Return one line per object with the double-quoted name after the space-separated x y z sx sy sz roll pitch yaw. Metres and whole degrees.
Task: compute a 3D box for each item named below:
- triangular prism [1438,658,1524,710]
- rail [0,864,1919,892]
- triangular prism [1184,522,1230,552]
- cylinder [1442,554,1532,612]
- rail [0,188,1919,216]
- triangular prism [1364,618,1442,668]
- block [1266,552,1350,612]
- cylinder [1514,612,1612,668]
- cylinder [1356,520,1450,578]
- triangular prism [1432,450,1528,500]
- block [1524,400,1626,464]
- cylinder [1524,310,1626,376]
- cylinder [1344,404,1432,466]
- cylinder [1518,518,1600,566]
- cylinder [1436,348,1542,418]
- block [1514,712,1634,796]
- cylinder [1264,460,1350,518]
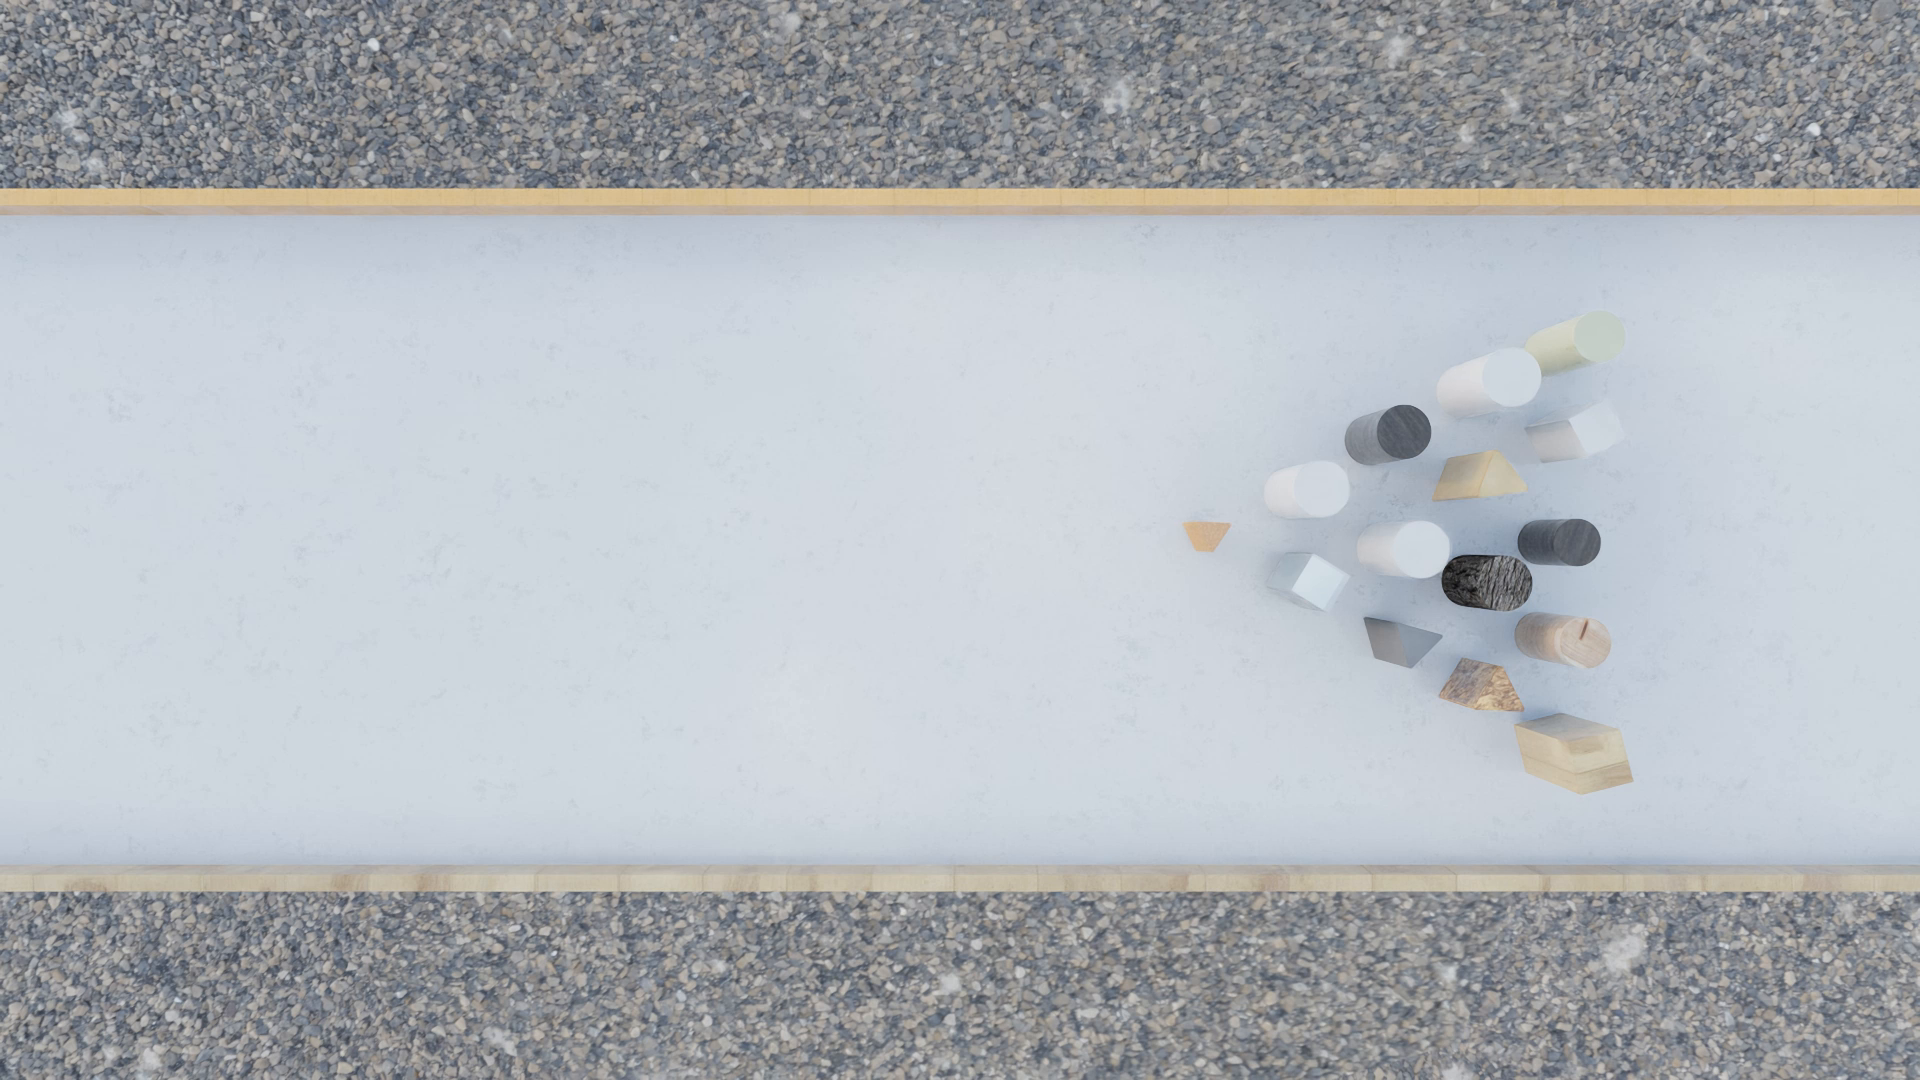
1.547 0.424 4.899 0.144 0.355 0.124 2 90 0 "triangular prism"
-2.247 1.025 5.001 12.000 0.150 0.050 0 90 0 "rail"
0.721 -0.029 4.917 0.084 0.319 0.098 34 90 0 "triangular prism"
1.562 0.125 4.902 0.161 0.349 0.161 0 90 0 "cylinder"
-2.247 -1.025 5.002 12.000 0.150 0.050 0 90 0 "rail"
1.285 0.279 4.882 0.114 0.390 0.132 45 90 0 "triangular prism"
1.022 0.122 4.874 0.123 0.405 0.123 32 90 0 "block"
1.779 0.293 4.882 0.145 0.389 0.145 0 90 0 "cylinder"
1.302 0.027 4.867 0.163 0.420 0.163 0 90 0 "cylinder"
1.516 -0.193 4.853 0.144 0.448 0.125 -8 90 0 "triangular prism"
1.819 -0.319 4.891 0.123 0.371 0.123 -28 90 0 "block"
1.809 -0.576 4.871 0.147 0.411 0.147 0 90 0 "cylinder"
1.262 -0.307 4.880 0.156 0.392 0.156 0 90 0 "cylinder"
1.785 0.007 4.923 0.139 0.307 0.139 0 90 0 "cylinder"
1.550 -0.458 4.854 0.167 0.444 0.167 0 90 0 "cylinder"
1.796 0.623 4.849 0.152 0.454 0.152 -14 90 0 "block"
1.014 -0.144 4.850 0.158 0.453 0.158 0 90 0 "cylinder"
